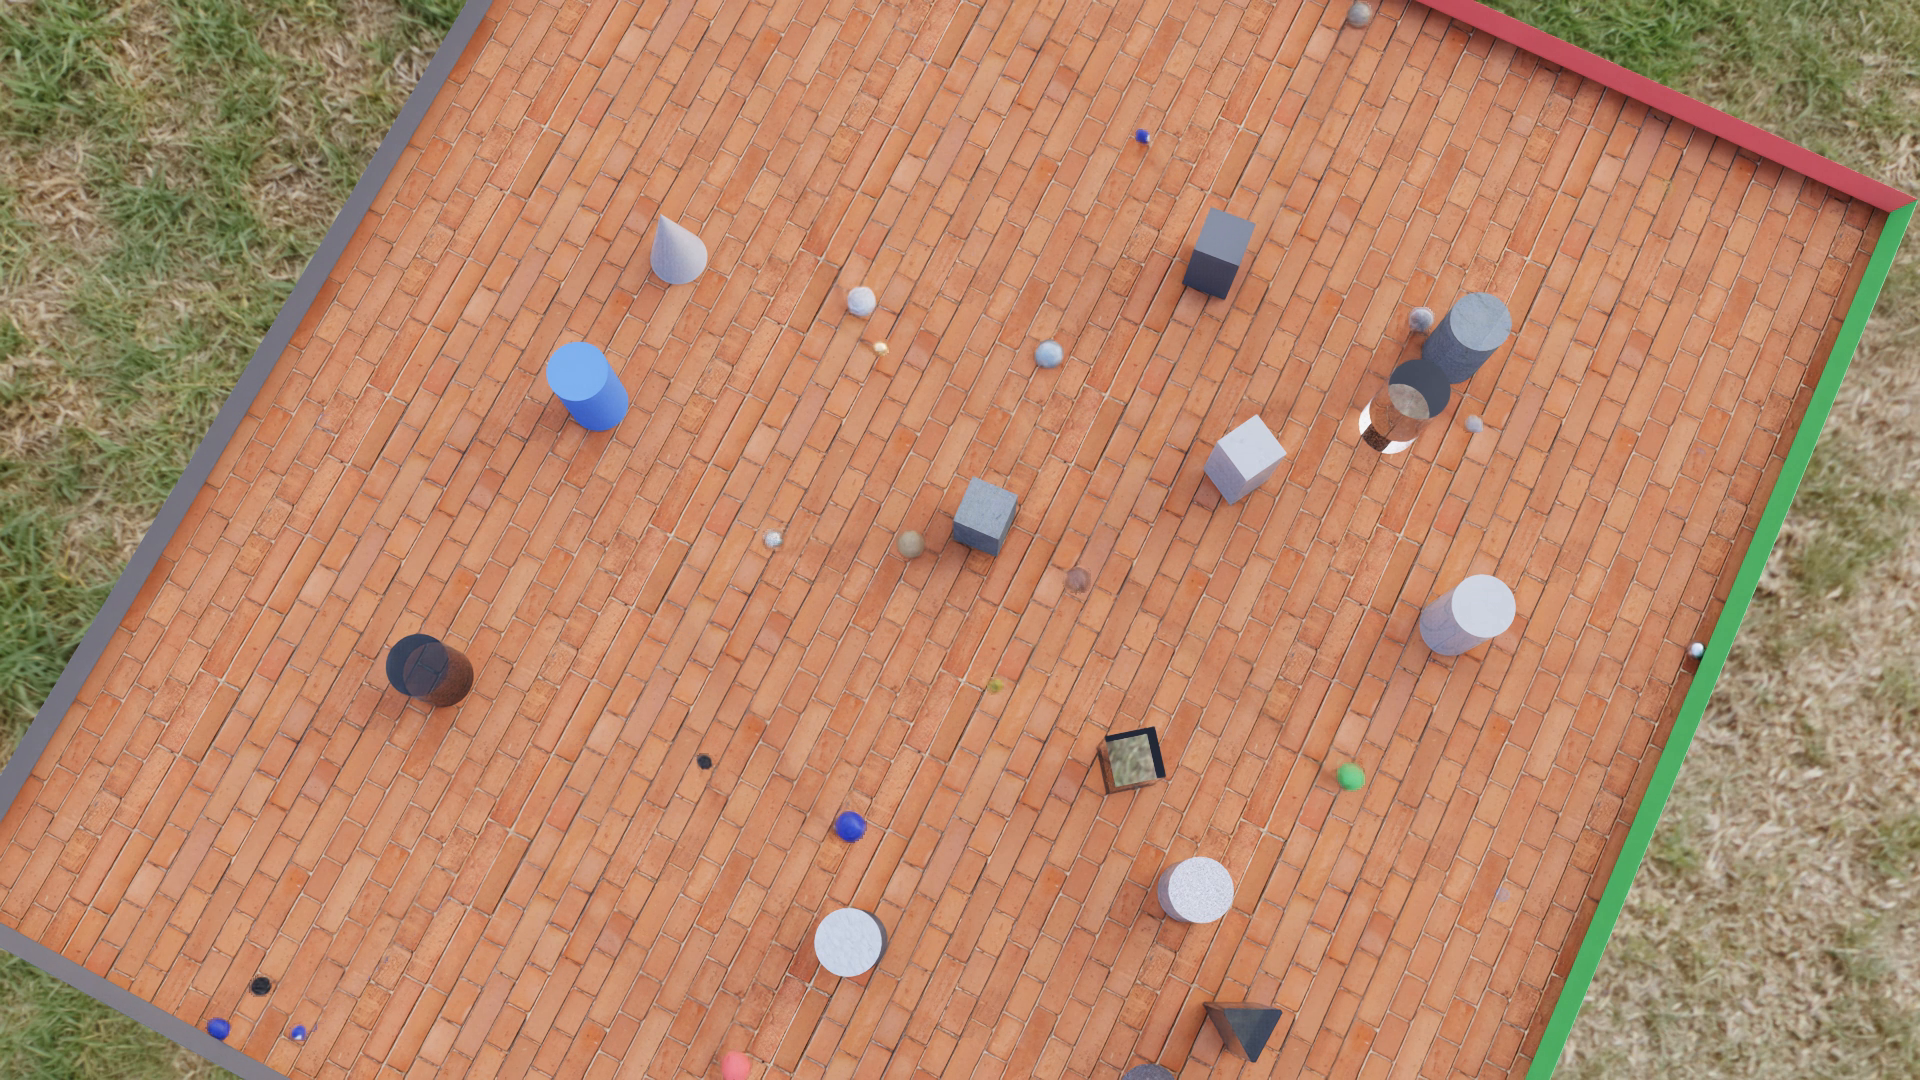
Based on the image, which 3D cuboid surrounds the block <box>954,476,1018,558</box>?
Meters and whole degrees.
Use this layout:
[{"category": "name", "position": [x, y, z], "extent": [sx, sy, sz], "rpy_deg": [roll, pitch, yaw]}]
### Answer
[{"category": "block", "position": [0.075, -0.067, 5.494], "extent": [0.145, 0.266, 0.145], "rpy_deg": [23, 79, 5]}]

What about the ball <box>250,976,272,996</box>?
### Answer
[{"category": "ball", "position": [-2.029, 1.297, 5.320], "extent": [0.055, 0.055, 0.055], "rpy_deg": [0, 78, 0]}]

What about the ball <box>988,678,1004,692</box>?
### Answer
[{"category": "ball", "position": [0.108, 0.437, 5.504], "extent": [0.043, 0.043, 0.043], "rpy_deg": [0, 78, 0]}]

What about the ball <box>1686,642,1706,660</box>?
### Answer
[{"category": "ball", "position": [2.219, 0.333, 5.518], "extent": [0.057, 0.057, 0.057], "rpy_deg": [0, 78, 0]}]

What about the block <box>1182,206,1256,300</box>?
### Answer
[{"category": "block", "position": [0.795, -0.879, 5.642], "extent": [0.145, 0.306, 0.145], "rpy_deg": [22, 79, 4]}]

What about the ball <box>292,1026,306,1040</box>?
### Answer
[{"category": "ball", "position": [-1.912, 1.425, 5.301], "extent": [0.041, 0.041, 0.041], "rpy_deg": [0, 78, 0]}]

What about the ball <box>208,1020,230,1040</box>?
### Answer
[{"category": "ball", "position": [-2.139, 1.415, 5.293], "extent": [0.061, 0.061, 0.061], "rpy_deg": [0, 78, 0]}]

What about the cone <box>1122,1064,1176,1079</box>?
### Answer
[{"category": "cone", "position": [0.545, 1.570, 5.116], "extent": [0.181, 0.344, 0.181], "rpy_deg": [0, 78, 0]}]

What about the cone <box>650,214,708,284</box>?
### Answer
[{"category": "cone", "position": [-0.890, -0.932, 5.622], "extent": [0.181, 0.366, 0.181], "rpy_deg": [0, 78, 0]}]

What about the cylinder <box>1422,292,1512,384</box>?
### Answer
[{"category": "cylinder", "position": [1.535, -0.610, 5.568], "extent": [0.181, 0.341, 0.181], "rpy_deg": [0, 78, 0]}]

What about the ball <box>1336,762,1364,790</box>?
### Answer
[{"category": "ball", "position": [1.157, 0.699, 5.431], "extent": [0.079, 0.079, 0.079], "rpy_deg": [0, 78, 0]}]

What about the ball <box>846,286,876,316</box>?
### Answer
[{"category": "ball", "position": [-0.308, -0.747, 5.724], "extent": [0.091, 0.091, 0.091], "rpy_deg": [0, 78, 0]}]

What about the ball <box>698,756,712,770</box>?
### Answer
[{"category": "ball", "position": [-0.760, 0.662, 5.458], "extent": [0.041, 0.041, 0.041], "rpy_deg": [0, 78, 0]}]

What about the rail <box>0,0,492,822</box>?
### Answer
[{"category": "rail", "position": [-1.939, -0.943, 5.750], "extent": [0.045, 0.118, 4.606], "rpy_deg": [26, 80, 5]}]

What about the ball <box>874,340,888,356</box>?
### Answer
[{"category": "ball", "position": [-0.248, -0.600, 5.717], "extent": [0.046, 0.046, 0.046], "rpy_deg": [0, 78, 0]}]

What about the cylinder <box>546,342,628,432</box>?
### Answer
[{"category": "cylinder", "position": [-1.122, -0.460, 5.539], "extent": [0.181, 0.338, 0.181], "rpy_deg": [0, 78, 0]}]

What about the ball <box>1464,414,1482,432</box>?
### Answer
[{"category": "ball", "position": [1.587, -0.360, 5.663], "extent": [0.053, 0.053, 0.053], "rpy_deg": [0, 78, 0]}]

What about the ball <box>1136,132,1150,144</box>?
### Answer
[{"category": "ball", "position": [0.586, -1.286, 5.861], "extent": [0.042, 0.042, 0.042], "rpy_deg": [0, 78, 0]}]

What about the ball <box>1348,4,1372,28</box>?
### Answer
[{"category": "ball", "position": [1.292, -1.698, 5.929], "extent": [0.075, 0.075, 0.075], "rpy_deg": [0, 78, 0]}]

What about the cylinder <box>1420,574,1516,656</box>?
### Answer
[{"category": "cylinder", "position": [1.485, 0.225, 5.379], "extent": [0.181, 0.373, 0.181], "rpy_deg": [0, 78, 0]}]

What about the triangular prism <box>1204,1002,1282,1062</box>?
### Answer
[{"category": "triangular prism", "position": [0.766, 1.339, 5.121], "extent": [0.136, 0.429, 0.157], "rpy_deg": [31, 80, 6]}]

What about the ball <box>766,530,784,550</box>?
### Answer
[{"category": "ball", "position": [-0.564, -0.001, 5.587], "extent": [0.058, 0.058, 0.058], "rpy_deg": [0, 78, 0]}]

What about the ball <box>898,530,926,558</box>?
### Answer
[{"category": "ball", "position": [-0.146, 0.013, 5.571], "extent": [0.083, 0.083, 0.083], "rpy_deg": [0, 78, 0]}]

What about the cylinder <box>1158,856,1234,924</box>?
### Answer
[{"category": "cylinder", "position": [0.672, 1.005, 5.254], "extent": [0.181, 0.303, 0.181], "rpy_deg": [0, 78, 0]}]

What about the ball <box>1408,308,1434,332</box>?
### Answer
[{"category": "ball", "position": [1.439, -0.685, 5.720], "extent": [0.074, 0.074, 0.074], "rpy_deg": [0, 78, 0]}]

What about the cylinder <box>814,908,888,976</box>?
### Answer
[{"category": "cylinder", "position": [-0.302, 1.131, 5.162], "extent": [0.181, 0.433, 0.181], "rpy_deg": [0, 78, 0]}]

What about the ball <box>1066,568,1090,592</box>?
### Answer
[{"category": "ball", "position": [0.357, 0.121, 5.553], "extent": [0.076, 0.076, 0.076], "rpy_deg": [0, 78, 0]}]

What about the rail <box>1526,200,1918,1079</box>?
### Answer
[{"category": "rail", "position": [1.939, 0.956, 5.358], "extent": [0.045, 0.118, 4.606], "rpy_deg": [26, 80, 5]}]

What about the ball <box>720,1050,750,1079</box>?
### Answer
[{"category": "ball", "position": [-0.644, 1.511, 5.260], "extent": [0.085, 0.085, 0.085], "rpy_deg": [0, 78, 0]}]

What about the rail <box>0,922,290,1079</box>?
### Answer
[{"category": "rail", "position": [-1.019, 2.003, 5.141], "extent": [4.384, 0.118, 0.045], "rpy_deg": [26, 80, 5]}]

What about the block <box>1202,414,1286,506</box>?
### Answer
[{"category": "block", "position": [0.850, -0.236, 5.498], "extent": [0.145, 0.327, 0.145], "rpy_deg": [-34, 80, -7]}]

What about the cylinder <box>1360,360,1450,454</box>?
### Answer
[{"category": "cylinder", "position": [1.330, -0.396, 5.496], "extent": [0.181, 0.395, 0.181], "rpy_deg": [0, 78, 0]}]

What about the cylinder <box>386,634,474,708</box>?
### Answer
[{"category": "cylinder", "position": [-1.558, 0.387, 5.396], "extent": [0.181, 0.274, 0.181], "rpy_deg": [0, 78, 0]}]

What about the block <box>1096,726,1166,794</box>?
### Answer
[{"category": "block", "position": [0.493, 0.642, 5.315], "extent": [0.145, 0.331, 0.145], "rpy_deg": [-11, 79, -2]}]

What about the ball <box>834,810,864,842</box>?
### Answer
[{"category": "ball", "position": [-0.325, 0.842, 5.397], "extent": [0.088, 0.088, 0.088], "rpy_deg": [0, 78, 0]}]

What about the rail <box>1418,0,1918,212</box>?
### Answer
[{"category": "rail", "position": [1.019, -1.990, 5.966], "extent": [4.384, 0.118, 0.045], "rpy_deg": [26, 80, 5]}]

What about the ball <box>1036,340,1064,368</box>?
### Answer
[{"category": "ball", "position": [0.278, -0.578, 5.691], "extent": [0.088, 0.088, 0.088], "rpy_deg": [0, 78, 0]}]
